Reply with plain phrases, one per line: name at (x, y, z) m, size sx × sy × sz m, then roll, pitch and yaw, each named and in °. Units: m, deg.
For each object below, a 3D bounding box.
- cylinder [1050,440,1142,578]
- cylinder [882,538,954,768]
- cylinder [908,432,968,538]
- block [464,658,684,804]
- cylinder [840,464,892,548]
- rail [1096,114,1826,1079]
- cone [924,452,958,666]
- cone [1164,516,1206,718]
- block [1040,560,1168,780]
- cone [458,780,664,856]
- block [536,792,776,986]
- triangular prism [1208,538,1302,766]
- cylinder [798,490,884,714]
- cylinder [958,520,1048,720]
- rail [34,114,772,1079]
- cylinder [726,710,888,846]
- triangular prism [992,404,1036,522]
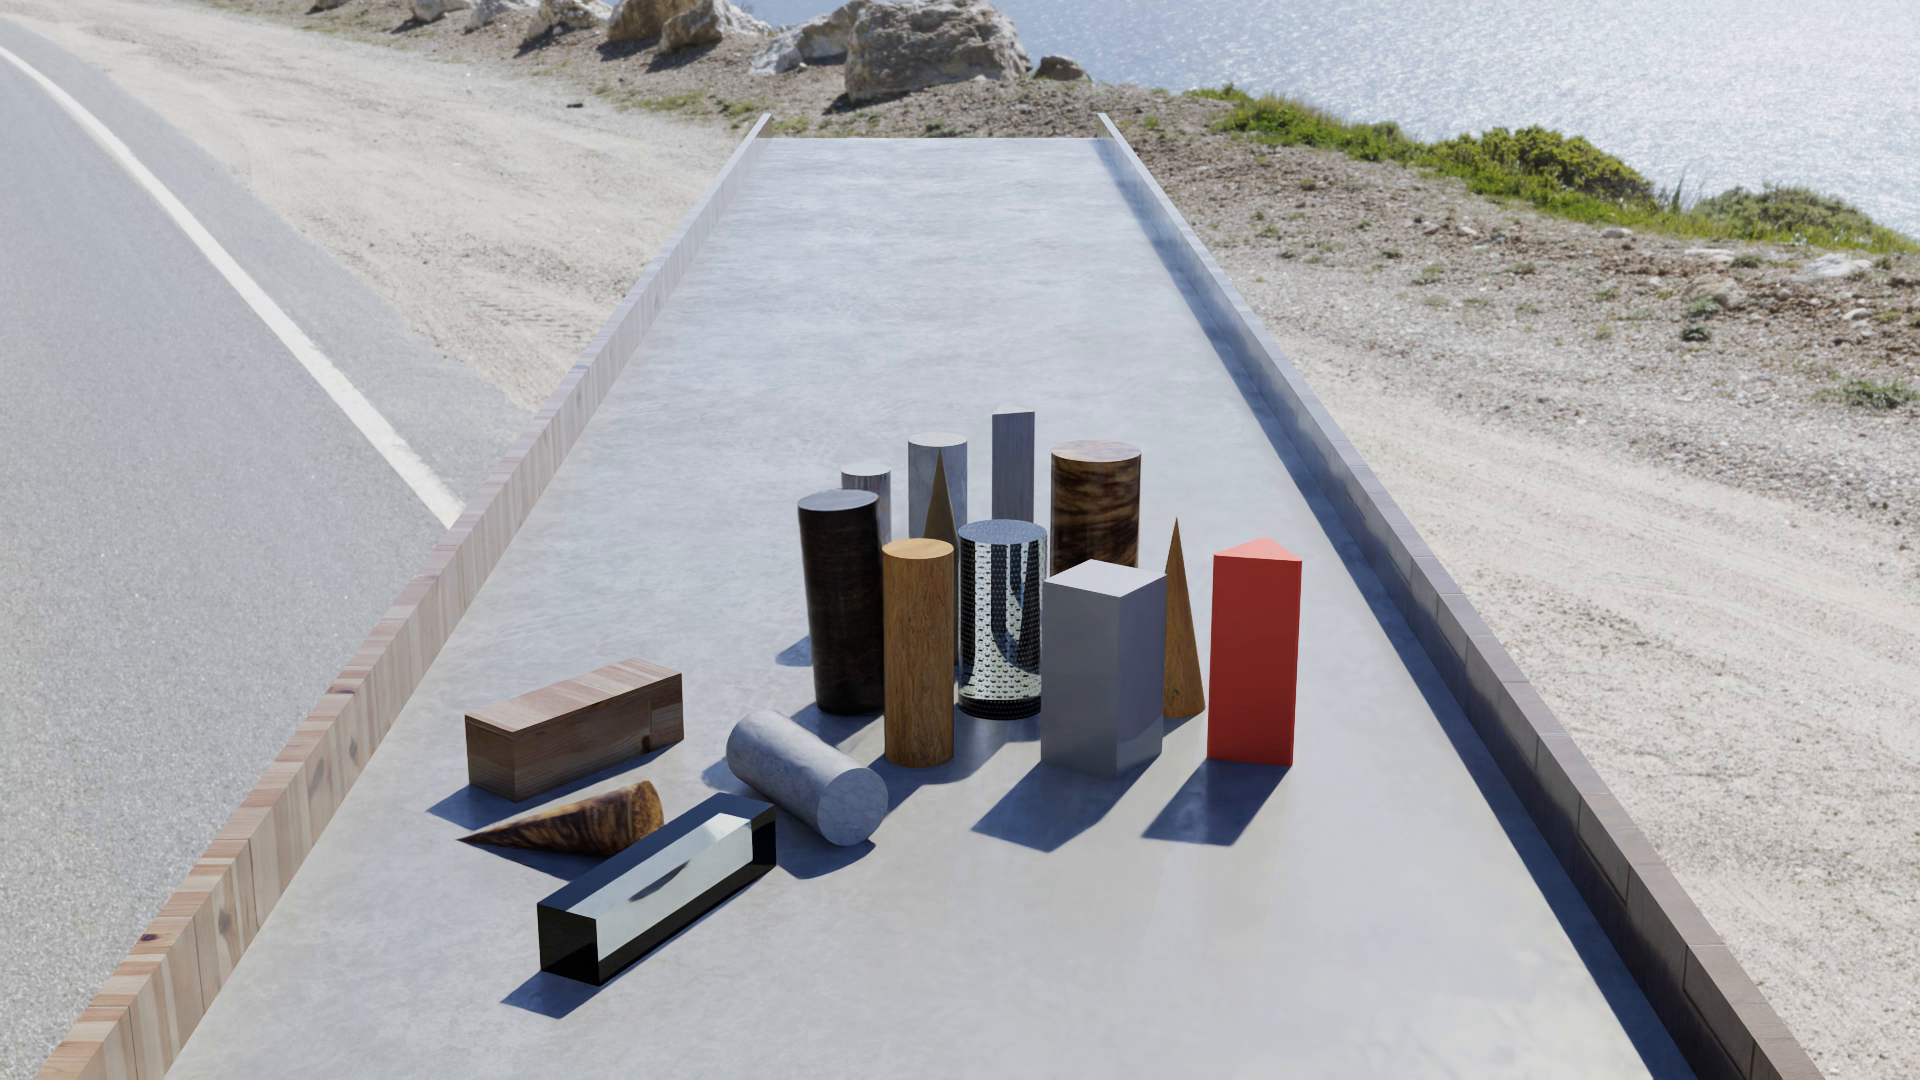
cylinder at (0.268, 0.029, 4.381) m, size 0.178 × 0.427 × 0.178 m, roll 0°, pitch 17°, yaw 0°
cylinder at (-0.073, 0.199, 3.880) m, size 0.124 × 0.386 × 0.124 m, roll 0°, pitch 17°, yaw 0°
cylinder at (-0.049, -0.070, 4.906) m, size 0.131 × 0.318 × 0.131 m, roll 0°, pitch 17°, yaw 0°
block at (-0.676, 0.331, 3.888) m, size 0.129 × 0.129 × 0.384 m, roll 14°, pitch 21°, yaw 38°
cylinder at (-0.198, 0.004, 4.655) m, size 0.105 × 0.318 × 0.105 m, roll 0°, pitch 17°, yaw 0°
rail at (0.932, -0.844, 7.801) m, size 0.050 × 0.150 × 12.000 m, roll 0°, pitch 17°, yaw -1°
cone at (-0.039, 0.022, 4.393) m, size 0.159 × 0.433 × 0.159 m, roll 0°, pitch 17°, yaw 0°
cone at (0.401, 0.134, 4.116) m, size 0.130 × 0.377 × 0.130 m, roll 0°, pitch 17°, yaw 0°
block at (0.253, 0.226, 3.878) m, size 0.157 × 0.335 × 0.157 m, roll 11°, pitch 20°, yaw 34°
cone at (-0.660, 0.468, 3.544) m, size 0.340 × 0.126 × 0.126 m, roll -7°, pitch 15°, yaw 13°
block at (-0.446, 0.516, 3.306) m, size 0.105 × 0.105 × 0.456 m, roll 9°, pitch 19°, yaw 27°
triangular prism at (0.529, 0.194, 3.909) m, size 0.150 × 0.379 × 0.130 m, roll 4°, pitch 17°, yaw 13°
cylinder at (-0.212, 0.116, 4.126) m, size 0.150 × 0.395 × 0.150 m, roll -4°, pitch 15°, yaw 1°
cylinder at (0.079, 0.149, 4.127) m, size 0.166 × 0.342 × 0.166 m, roll 0°, pitch 17°, yaw 0°
rail at (-1.118, -0.838, 7.780) m, size 0.050 × 0.150 × 12.000 m, roll 0°, pitch 17°, yaw -1°
cylinder at (-0.259, 0.393, 3.671) m, size 0.133 × 0.133 × 0.315 m, roll -11°, pitch 20°, yaw -32°
triangular prism at (0.099, -0.054, 4.613) m, size 0.091 × 0.454 × 0.079 m, roll -5°, pitch 17°, yaw -16°
